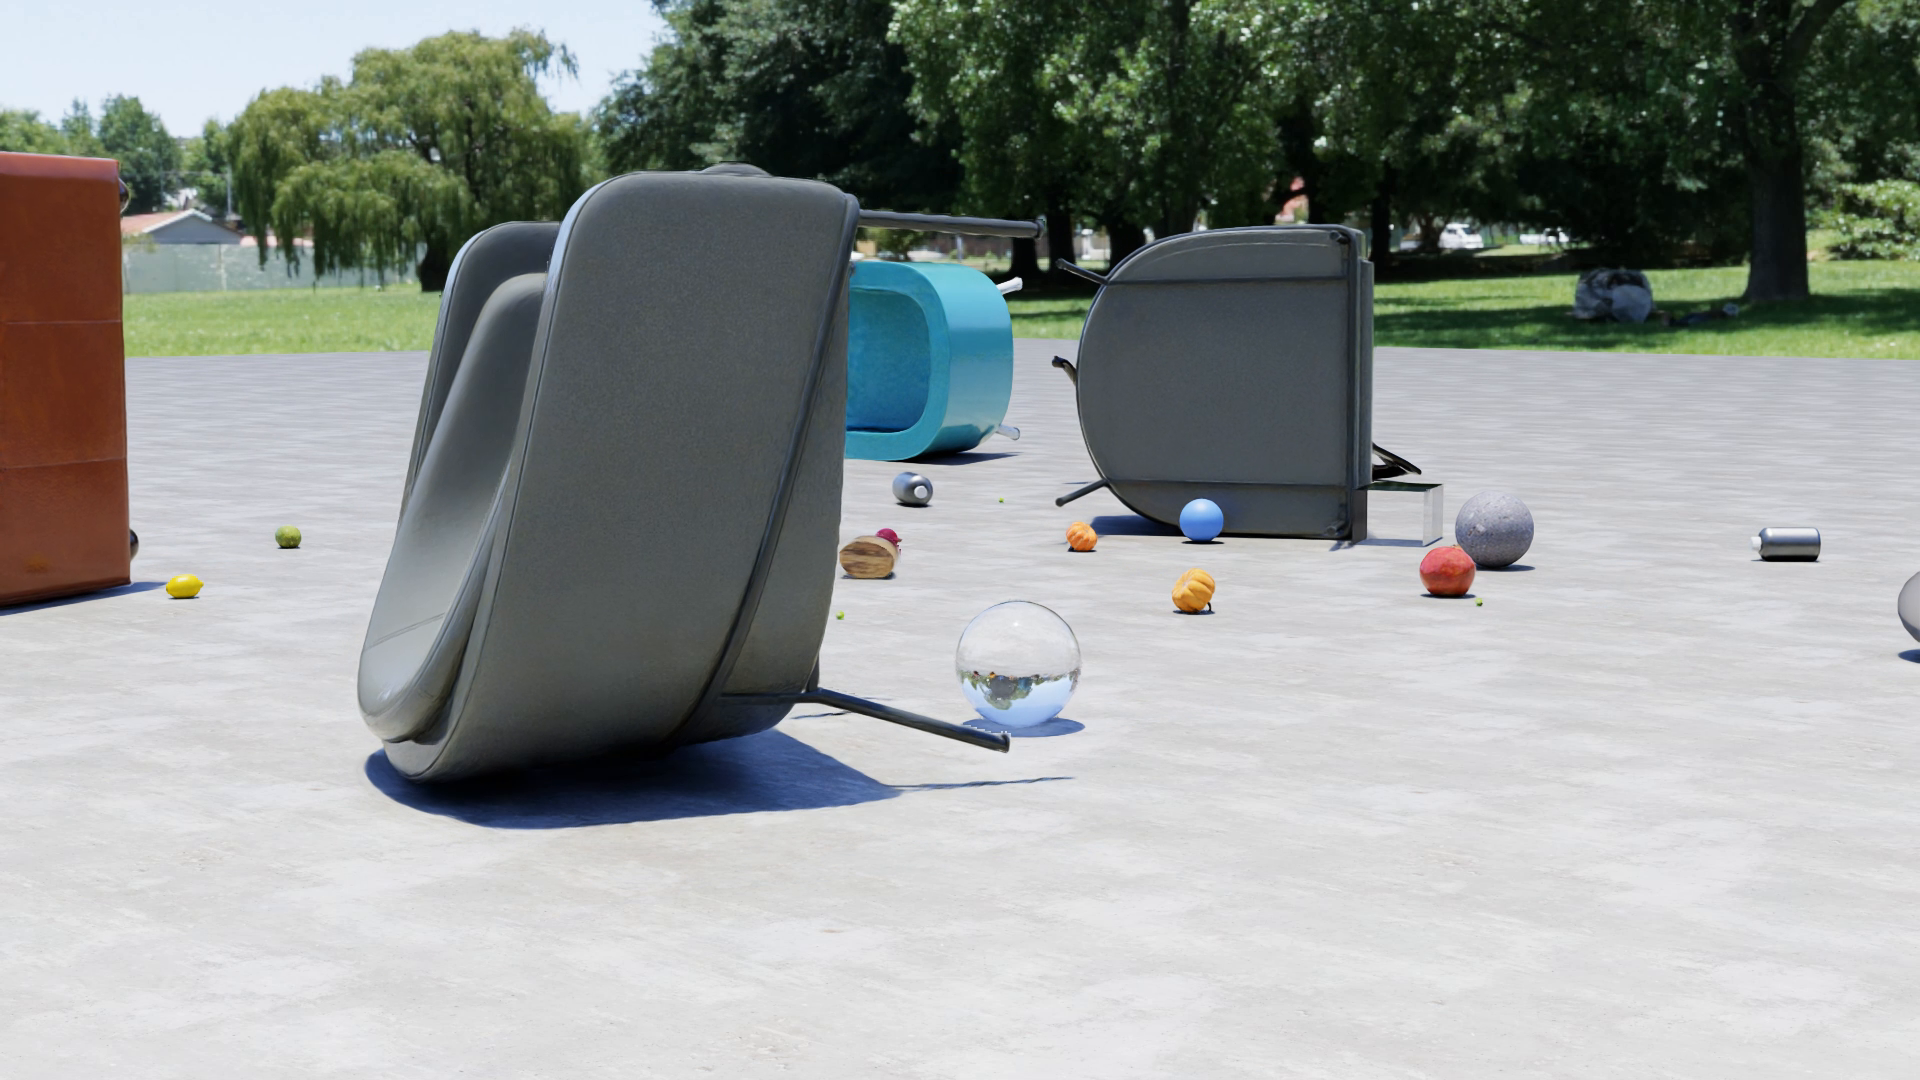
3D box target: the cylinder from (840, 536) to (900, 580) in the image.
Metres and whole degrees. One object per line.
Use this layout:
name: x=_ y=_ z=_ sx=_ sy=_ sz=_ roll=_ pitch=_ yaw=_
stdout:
cylinder: x=-0.199 y=0.038 z=5.641 sx=0.120 sy=0.081 sz=0.137 roll=10 pitch=6 yaw=3

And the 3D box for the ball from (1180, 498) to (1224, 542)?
ball: x=0.597 y=-0.048 z=6.342 sx=0.109 sy=0.109 sz=0.109 roll=0 pitch=6 yaw=0

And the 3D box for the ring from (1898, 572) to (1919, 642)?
ring: x=1.802 y=0.124 z=4.384 sx=0.381 sy=0.097 sz=0.343 roll=13 pitch=31 yaw=36

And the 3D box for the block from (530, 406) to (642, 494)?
block: x=-1.140 y=-0.276 z=7.848 sx=0.303 sy=0.255 sz=0.223 roll=0 pitch=6 yaw=2

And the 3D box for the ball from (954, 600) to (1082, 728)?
ball: x=0.085 y=0.181 z=3.746 sx=0.186 sy=0.186 sz=0.186 roll=0 pitch=6 yaw=0

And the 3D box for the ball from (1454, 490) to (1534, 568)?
ball: x=1.207 y=-0.024 z=5.793 sx=0.176 sy=0.176 sz=0.176 roll=0 pitch=6 yaw=0

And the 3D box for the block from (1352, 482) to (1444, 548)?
block: x=1.090 y=-0.065 z=6.378 sx=0.174 sy=0.136 sz=0.262 roll=2 pitch=6 yaw=21

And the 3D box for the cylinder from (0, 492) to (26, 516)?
cylinder: x=-2.637 y=-0.099 z=7.056 sx=0.116 sy=0.062 sz=0.061 roll=-10 pitch=6 yaw=0
